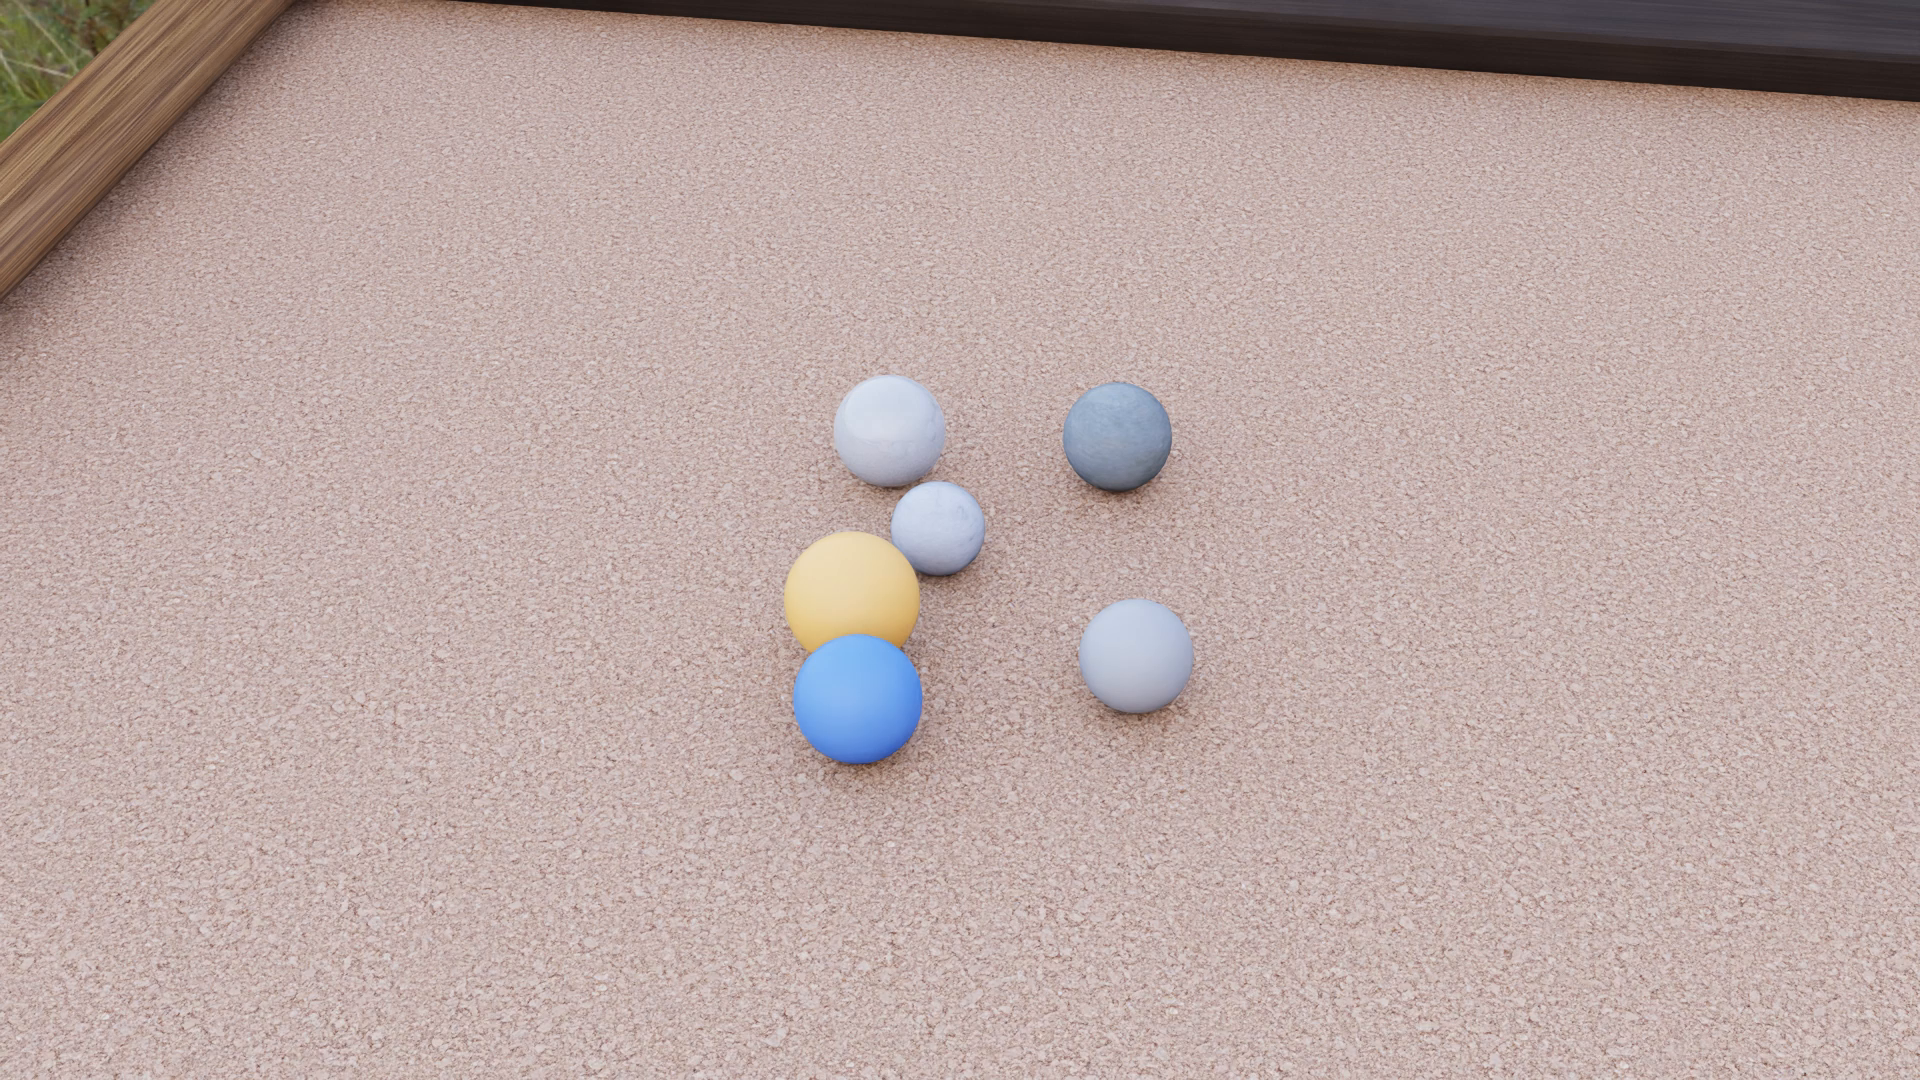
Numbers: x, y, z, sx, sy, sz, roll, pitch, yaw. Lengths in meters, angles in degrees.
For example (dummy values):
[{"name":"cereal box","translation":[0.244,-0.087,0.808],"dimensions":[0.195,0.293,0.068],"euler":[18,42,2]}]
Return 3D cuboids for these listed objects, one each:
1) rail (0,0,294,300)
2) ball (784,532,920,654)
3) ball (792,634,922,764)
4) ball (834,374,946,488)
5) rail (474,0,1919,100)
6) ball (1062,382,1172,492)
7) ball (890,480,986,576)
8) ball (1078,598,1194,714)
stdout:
[{"name":"rail","translation":[-0.867,-0.101,1.982],"dimensions":[0.045,0.125,1.990],"euler":[6,35,8]},{"name":"ball","translation":[-0.076,0.042,1.802],"dimensions":[0.096,0.096,0.096],"euler":[0,35,0]},{"name":"ball","translation":[-0.068,0.106,1.716],"dimensions":[0.087,0.087,0.087],"euler":[0,35,0]},{"name":"ball","translation":[-0.055,-0.085,1.993],"dimensions":[0.087,0.087,0.087],"euler":[0,35,0]},{"name":"rail","translation":[1.054,-0.474,2.525],"dimensions":[3.613,0.125,0.045],"euler":[6,35,8]},{"name":"ball","translation":[0.122,-0.080,1.988],"dimensions":[0.085,0.085,0.085],"euler":[0,35,0]},{"name":"ball","translation":[-0.016,-0.008,1.897],"dimensions":[0.071,0.071,0.071],"euler":[0,35,0]},{"name":"ball","translation":[0.121,0.080,1.761],"dimensions":[0.079,0.079,0.079],"euler":[0,35,0]}]
